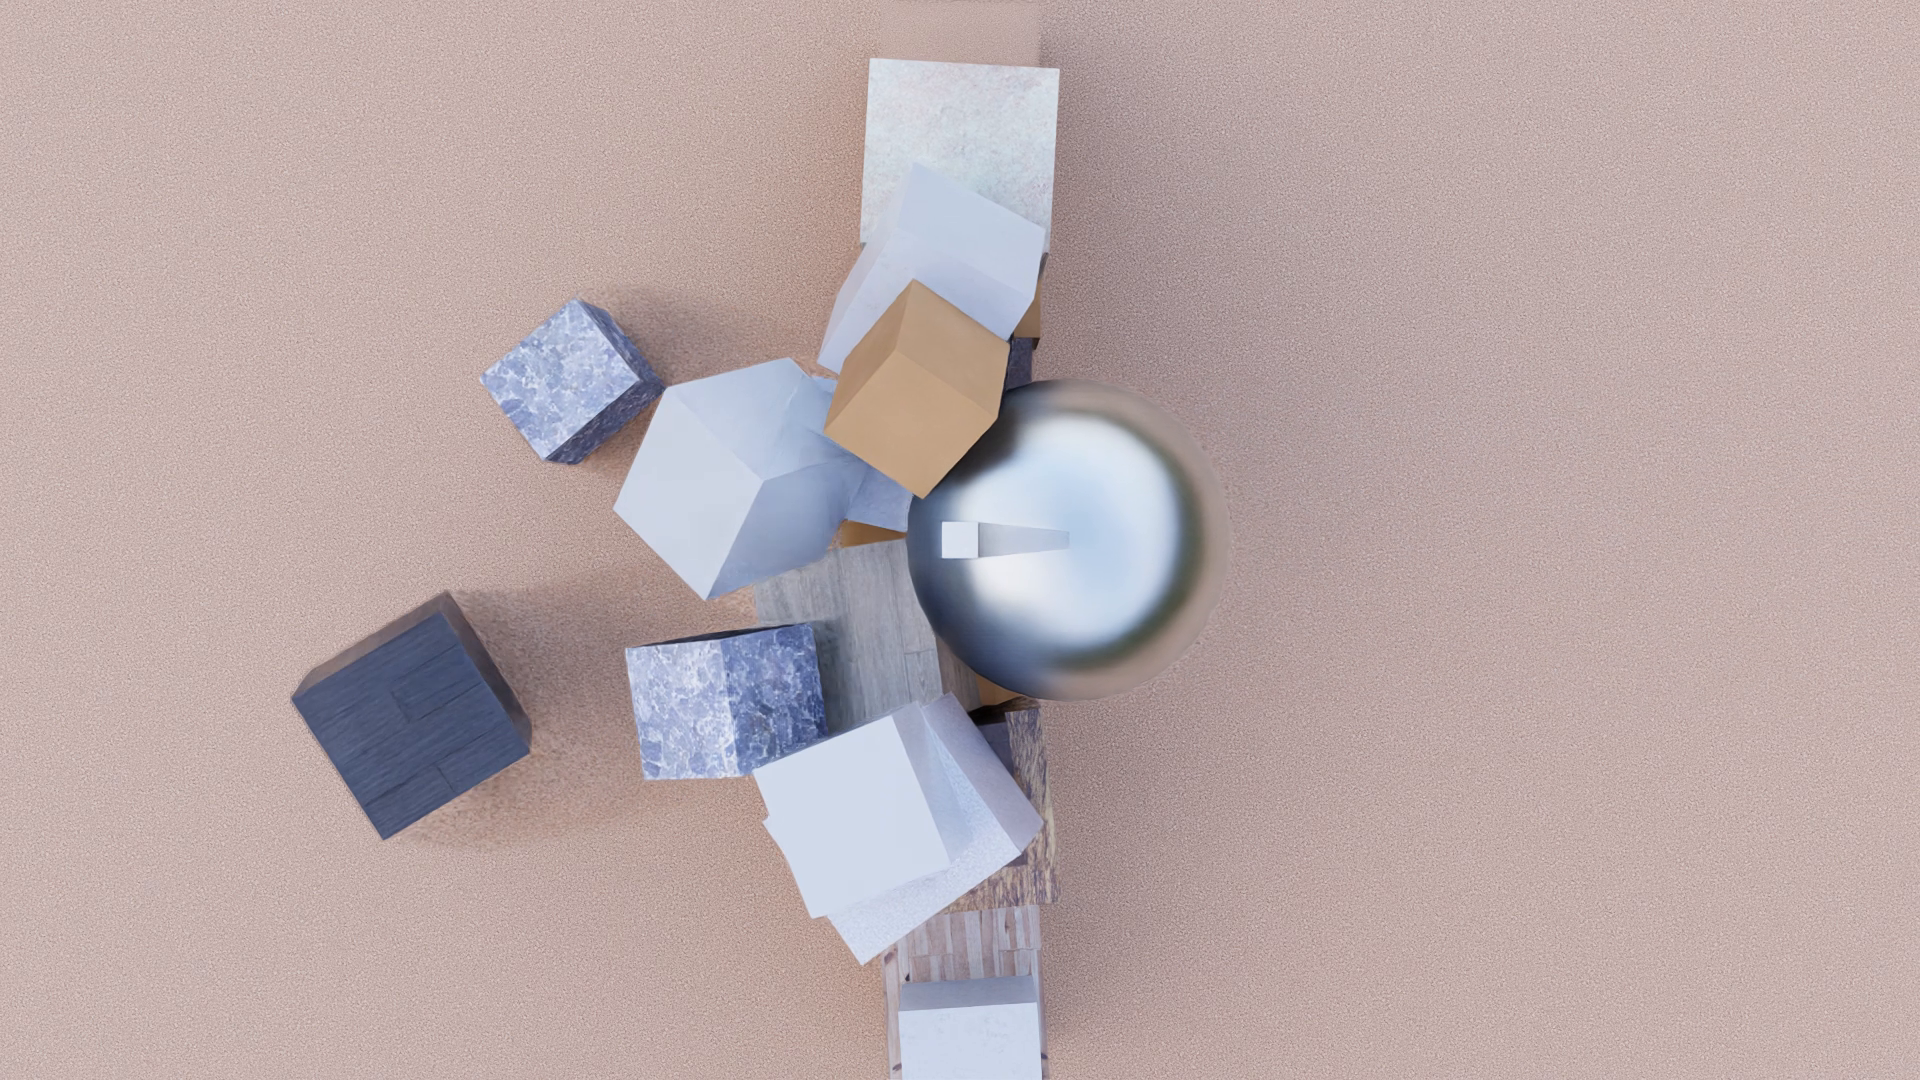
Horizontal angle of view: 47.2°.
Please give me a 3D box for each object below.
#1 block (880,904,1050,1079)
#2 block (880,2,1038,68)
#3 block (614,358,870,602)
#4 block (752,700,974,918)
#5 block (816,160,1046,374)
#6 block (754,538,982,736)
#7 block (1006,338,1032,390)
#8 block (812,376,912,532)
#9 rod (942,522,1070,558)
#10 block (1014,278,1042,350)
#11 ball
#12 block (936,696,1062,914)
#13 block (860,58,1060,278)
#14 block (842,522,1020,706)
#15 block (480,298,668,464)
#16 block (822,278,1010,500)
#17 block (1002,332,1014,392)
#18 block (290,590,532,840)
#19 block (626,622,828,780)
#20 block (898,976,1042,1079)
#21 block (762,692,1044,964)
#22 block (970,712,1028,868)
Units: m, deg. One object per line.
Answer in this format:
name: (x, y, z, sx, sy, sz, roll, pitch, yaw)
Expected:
block: (0.023, 2.541, 12.581, 0.888, 0.839, 1.009, -4, 90, 0)
block: (-0.002, -2.562, 12.608, 0.877, 0.784, 0.842, 0, 90, 0)
block: (-1.046, -0.313, 10.835, 0.700, 0.876, 0.774, 43, 125, 20)
block: (-0.424, 1.202, 9.916, 0.670, 0.669, 0.700, -22, 88, 8)
block: (-0.137, -1.208, 10.877, 0.741, 0.692, 0.872, 26, 125, -11)
block: (-0.485, 0.513, 11.711, 0.917, 0.860, 0.947, -9, 88, 12)
block: (-0.035, -0.624, 12.553, 0.851, 0.894, 0.987, 1, 90, 0)
block: (-0.400, -0.437, 11.649, 0.694, 0.850, 0.683, 13, 93, 14)
rod: (0.230, 0.000, 7.465, 0.080, 5.200, 0.080, 0, 90, 5)
block: (-0.015, -1.630, 12.593, 0.929, 0.813, 1.010, 0, 90, 0)
ball: (0.531, 0.000, 10.851, 1.600, 1.600, 1.600, 0, 90, 0)
block: (-0.041, 1.494, 12.463, 1.084, 1.074, 1.053, -6, 90, 0)
block: (-0.002, -1.947, 11.662, 0.962, 1.050, 0.934, 3, 90, 0)
block: (-0.142, 0.402, 12.502, 0.846, 0.834, 1.017, -1, 90, 12)
block: (-2.209, -0.899, 12.624, 0.710, 0.644, 0.595, -39, 85, 5)
block: (-0.198, -0.718, 10.402, 0.576, 0.658, 0.592, 33, 123, -16)
block: (-0.049, -1.104, 11.789, 0.661, 0.634, 0.690, 9, 90, 0)
block: (-3.065, 0.968, 12.407, 0.922, 0.860, 0.929, -31, 101, -6)
block: (-1.174, 0.816, 11.120, 0.741, 0.613, 0.673, -7, 91, 44)
block: (0.068, 2.839, 11.804, 0.723, 0.716, 0.819, -4, 90, 0)
block: (-0.252, 1.378, 10.724, 0.924, 0.972, 0.815, -36, 86, 8)
block: (-0.055, 1.346, 11.582, 0.709, 0.686, 0.735, -9, 90, 0)
